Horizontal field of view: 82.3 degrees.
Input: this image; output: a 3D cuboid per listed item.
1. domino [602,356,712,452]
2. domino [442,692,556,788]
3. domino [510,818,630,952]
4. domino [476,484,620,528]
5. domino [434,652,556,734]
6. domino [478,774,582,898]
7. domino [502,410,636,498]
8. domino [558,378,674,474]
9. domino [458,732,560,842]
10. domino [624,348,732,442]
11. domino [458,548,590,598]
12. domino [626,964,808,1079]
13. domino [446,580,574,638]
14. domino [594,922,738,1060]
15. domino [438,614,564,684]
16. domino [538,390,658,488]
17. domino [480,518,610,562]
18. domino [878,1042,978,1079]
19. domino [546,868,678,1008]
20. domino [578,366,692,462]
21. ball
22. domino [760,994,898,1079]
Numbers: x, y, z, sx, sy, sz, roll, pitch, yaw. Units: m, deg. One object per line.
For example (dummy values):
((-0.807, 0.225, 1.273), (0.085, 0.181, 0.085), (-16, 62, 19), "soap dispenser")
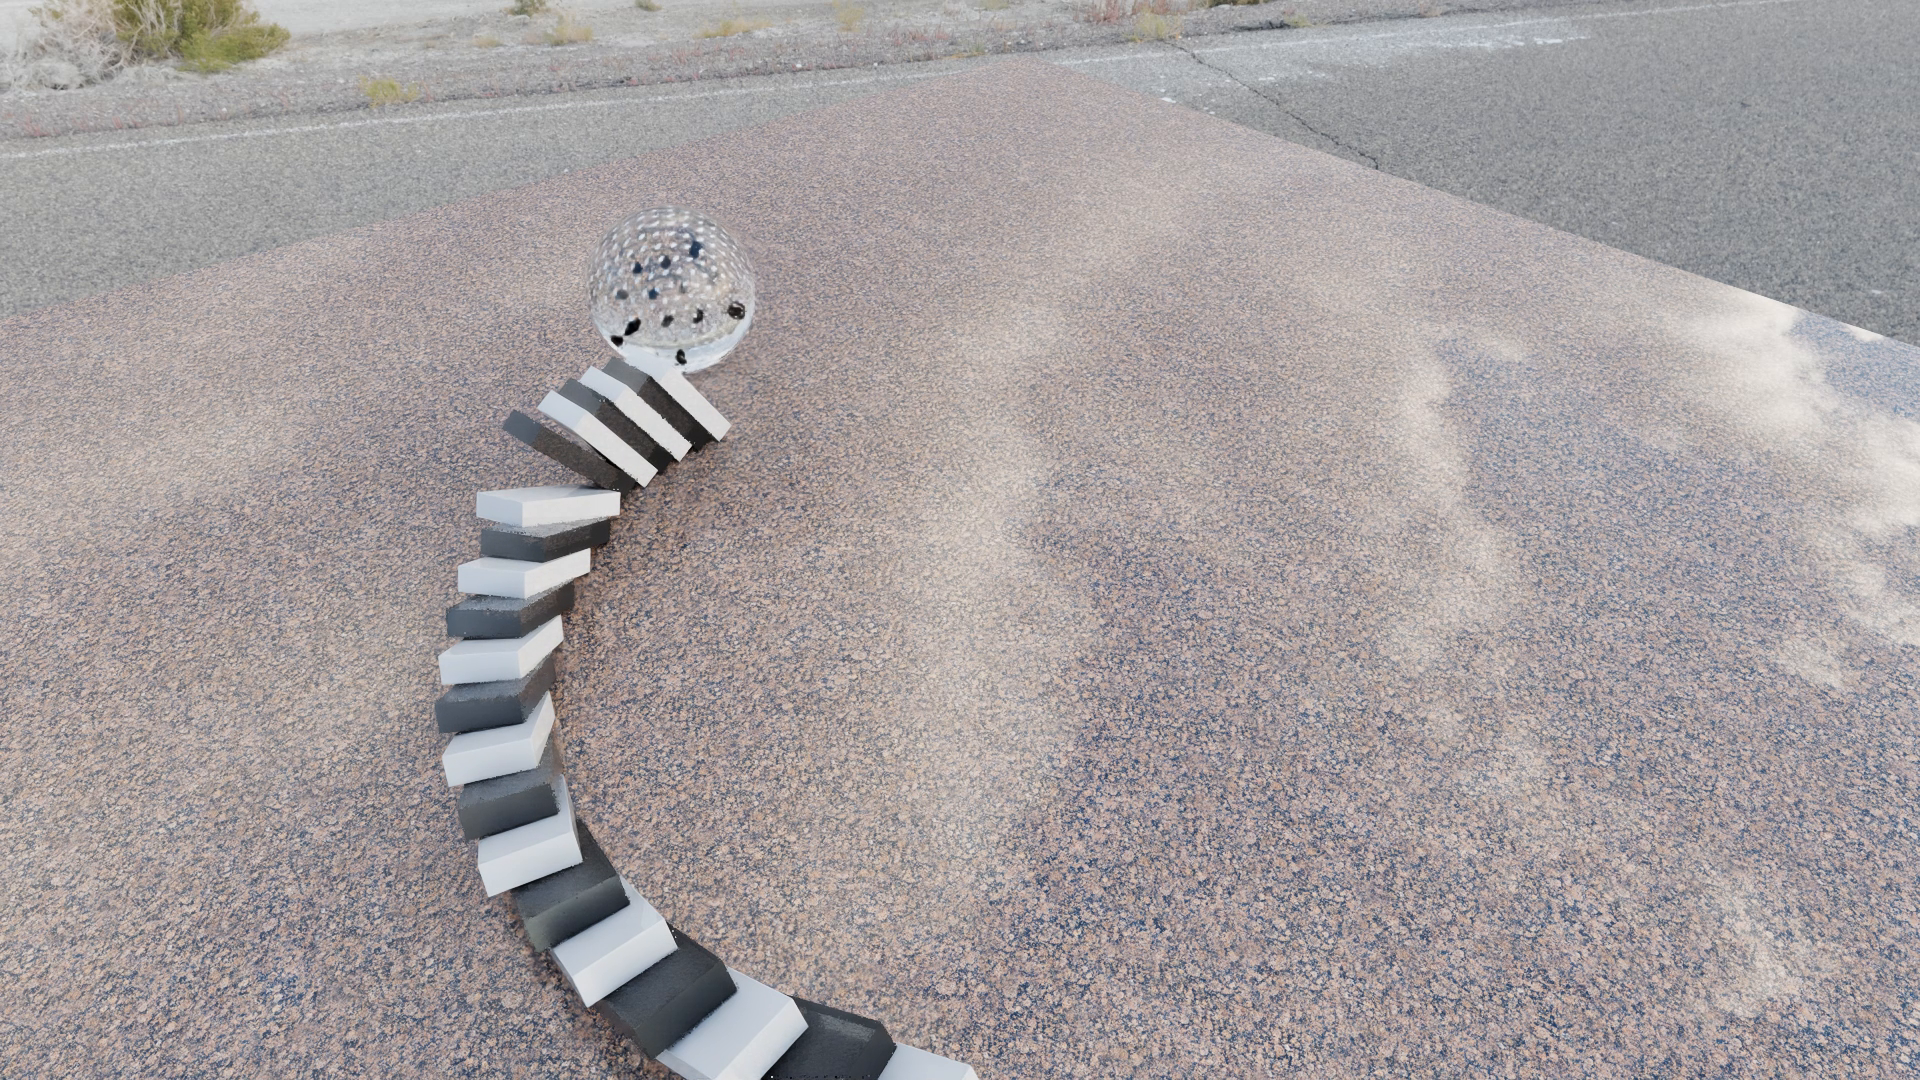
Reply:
((-0.134, -0.060, 0.486), (0.025, 0.050, 0.010), (28, 78, 30), "domino")
((-0.145, 0.062, 0.349), (0.025, 0.009, 0.050), (-11, 11, -13), "domino")
((-0.112, 0.095, 0.309), (0.025, 0.010, 0.050), (-24, 16, -26), "domino")
((-0.164, -0.014, 0.441), (0.025, 0.009, 0.050), (11, 12, 26), "domino")
((-0.152, 0.050, 0.364), (0.025, 0.010, 0.050), (-6, 10, -8), "domino")
((-0.126, 0.085, 0.321), (0.025, 0.009, 0.050), (-17, 13, -20), "domino")
((-0.161, -0.035, 0.456), (0.025, 0.050, 0.009), (25, 82, 39), "domino")
((-0.147, -0.049, 0.473), (0.025, 0.050, 0.009), (28, 78, 30), "domino")
((-0.136, 0.074, 0.335), (0.025, 0.010, 0.050), (-15, 12, -17), "domino")
((-0.126, -0.065, 0.492), (0.025, 0.050, 0.010), (28, 78, 30), "domino")
((-0.162, 0.011, 0.412), (0.025, 0.009, 0.050), (5, 10, 7), "domino")
((-0.064, 0.121, 0.278), (0.050, 0.009, 0.025), (-1, 29, 46), "domino")
((-0.160, 0.024, 0.396), (0.025, 0.009, 0.050), (1, 10, 1), "domino")
((-0.082, 0.114, 0.287), (0.025, 0.009, 0.050), (-33, 21, -33), "domino")
((-0.157, 0.037, 0.380), (0.025, 0.009, 0.050), (-3, 10, -4), "domino")
((-0.152, -0.042, 0.465), (0.025, 0.050, 0.009), (28, 78, 30), "domino")
((-0.160, -0.002, 0.427), (0.025, 0.010, 0.050), (7, 10, 9), "domino")
((-0.021, 0.133, 0.262), (0.050, 0.009, 0.025), (-4, 31, 39), "domino")
((-0.098, 0.105, 0.297), (0.025, 0.010, 0.050), (-28, 18, -30), "domino")
((-0.141, -0.054, 0.480), (0.025, 0.050, 0.010), (28, 78, 30), "domino")
((-0.140, -0.121, 0.536), (0.080, 0.080, 0.080), (0, 39, 0), "ball")
((-0.043, 0.127, 0.271), (0.050, 0.010, 0.025), (-5, 31, 39), "domino")
